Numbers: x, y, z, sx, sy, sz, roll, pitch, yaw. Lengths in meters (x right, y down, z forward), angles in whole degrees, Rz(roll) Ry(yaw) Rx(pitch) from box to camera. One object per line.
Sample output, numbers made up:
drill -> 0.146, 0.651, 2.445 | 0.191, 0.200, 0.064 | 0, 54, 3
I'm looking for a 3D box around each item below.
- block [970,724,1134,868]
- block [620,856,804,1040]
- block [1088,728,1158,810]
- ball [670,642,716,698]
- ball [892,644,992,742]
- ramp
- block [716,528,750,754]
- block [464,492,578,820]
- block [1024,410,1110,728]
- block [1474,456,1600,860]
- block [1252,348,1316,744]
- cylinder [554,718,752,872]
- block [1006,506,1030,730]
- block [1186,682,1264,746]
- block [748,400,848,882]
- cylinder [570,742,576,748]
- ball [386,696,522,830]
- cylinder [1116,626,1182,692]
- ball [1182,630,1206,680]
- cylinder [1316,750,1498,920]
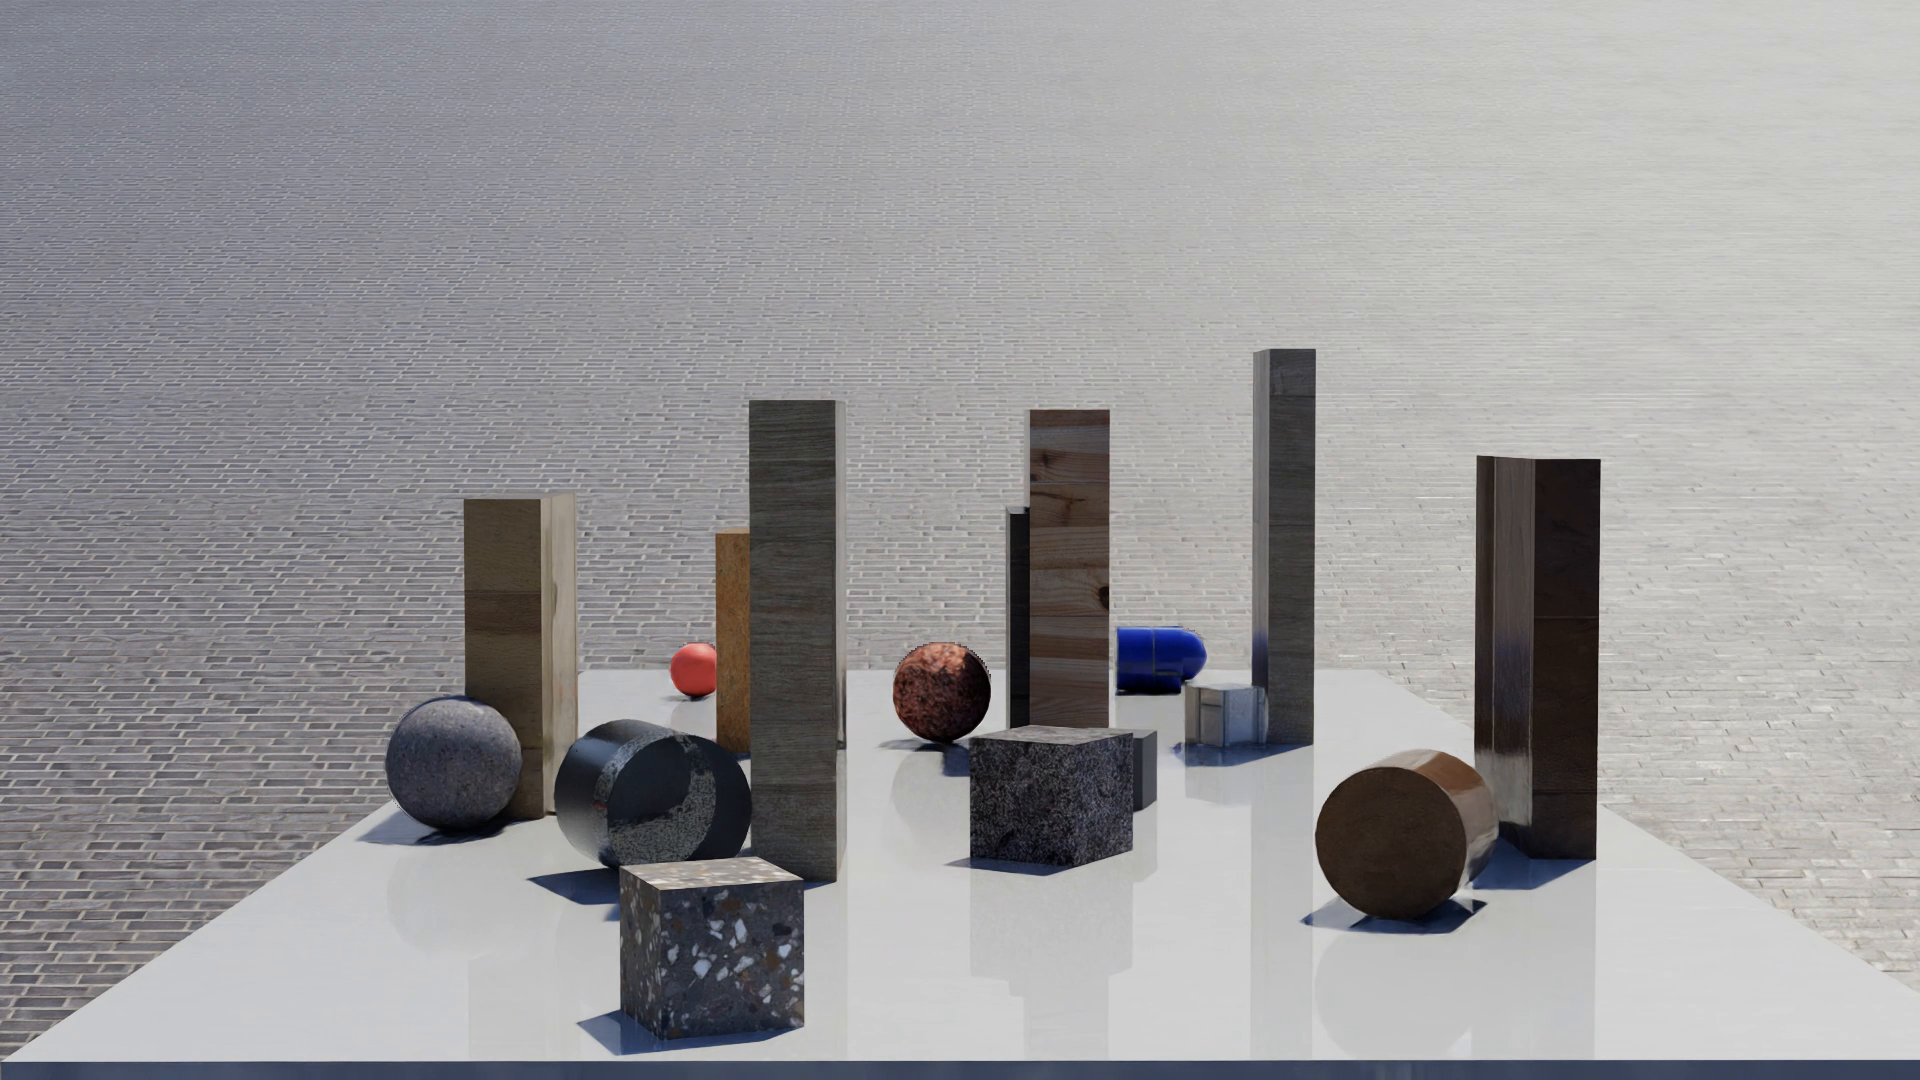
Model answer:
block -> 0.134, 0.370, 3.751 | 0.174, 0.174, 0.174 | 2, 3, 32
block -> -0.263, 0.428, 2.716 | 0.154, 0.154, 0.154 | -1, 3, -23
block -> 0.256, 0.376, 4.241 | 0.117, 0.117, 0.117 | 1, 3, 16
ball -> -0.602, 0.298, 5.895 | 0.124, 0.124, 0.124 | 0, 23, 0
ball -> -0.036, 0.300, 5.064 | 0.195, 0.195, 0.195 | 0, 23, 0
ramp -> 0.052, 0.472, 4.535 | 2.000, 0.100, 4.000 | 0, 3, 0
block -> -0.400, 0.190, 5.032 | 0.128, 0.418, 0.290 | 0, 3, 0
block -> -0.723, 0.180, 4.263 | 0.122, 0.508, 0.385 | 0, 3, 0
block -> 0.205, 0.072, 5.035 | 0.149, 0.652, 0.419 | 0, 3, 0
block -> 0.868, 0.162, 3.894 | 0.094, 0.576, 0.415 | 0, 3, 0
block -> 0.645, 0.008, 5.143 | 0.090, 0.771, 0.277 | 0, 3, 0
cylinder -> -0.426, 0.362, 3.552 | 0.210, 0.210, 0.210 | -12, 8, -27
block -> 0.144, 0.169, 5.049 | 0.101, 0.457, 0.421 | 0, 3, 0
block -> 0.521, 0.342, 5.057 | 0.110, 0.110, 0.110 | -2, 3, -33
block -> -0.228, 0.132, 3.671 | 0.117, 0.659, 0.330 | 0, 3, 0
cylinder -> -0.559, 0.375, 4.197 | 0.125, 0.125, 0.125 | 14, 9, 30
ball -> -0.781, 0.344, 3.974 | 0.207, 0.207, 0.207 | 0, 23, 0
cylinder -> 0.441, 0.278, 6.021 | 0.149, 0.149, 0.149 | 0, 23, 1
ball -> 0.538, 0.280, 6.256 | 0.125, 0.125, 0.125 | 0, 23, 0
cylinder -> 0.582, 0.379, 3.338 | 0.195, 0.195, 0.195 | 10, 6, 23
